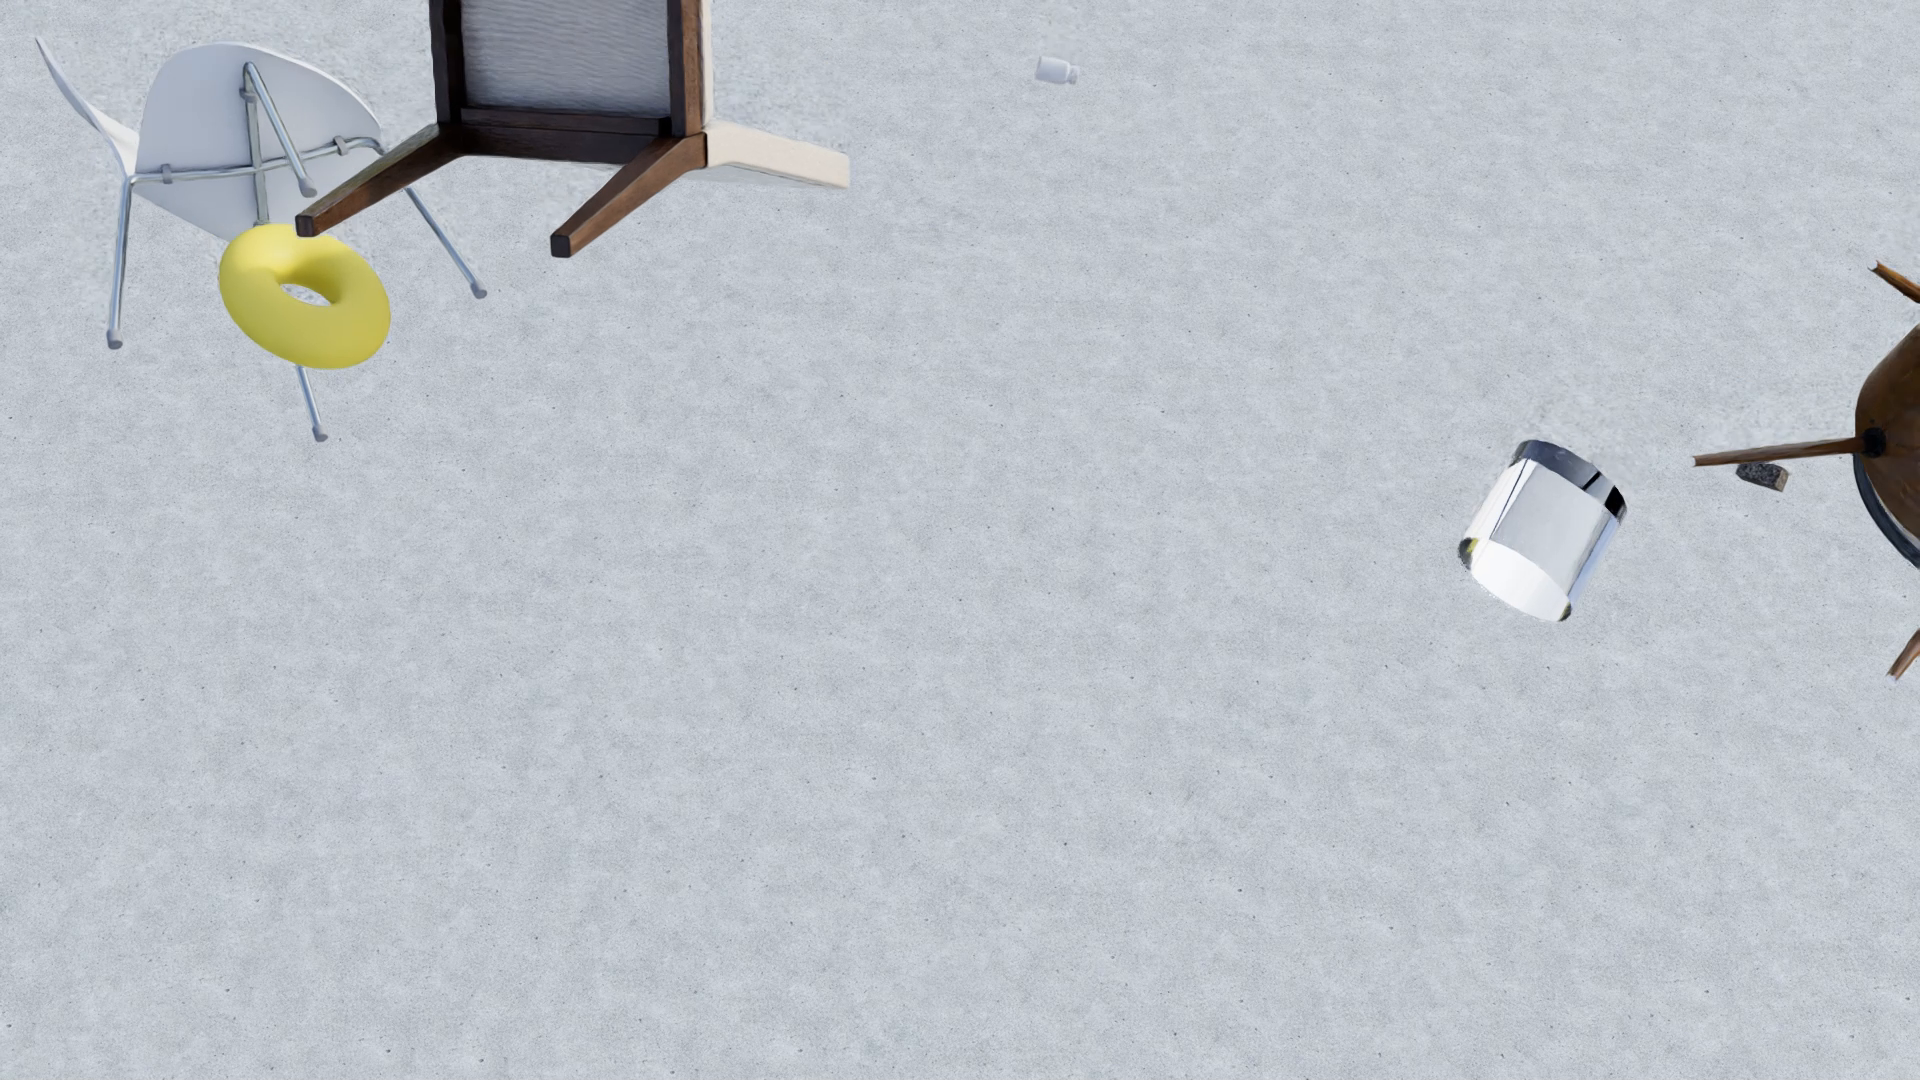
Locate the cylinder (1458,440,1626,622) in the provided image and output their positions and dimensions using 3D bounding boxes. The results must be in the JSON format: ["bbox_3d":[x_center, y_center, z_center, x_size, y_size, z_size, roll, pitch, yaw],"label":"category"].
[{"bbox_3d":[1.009,-0.018,3.803,0.223,0.135,0.248,36,60,2],"label":"cylinder"}]

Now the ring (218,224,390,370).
[{"bbox_3d":[-1.098,-0.411,3.685,0.271,0.092,0.379,-3,40,-34],"label":"ring"}]

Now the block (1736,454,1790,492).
[{"bbox_3d":[1.641,-0.136,4.495,0.083,0.091,0.041,22,95,29],"label":"block"}]
